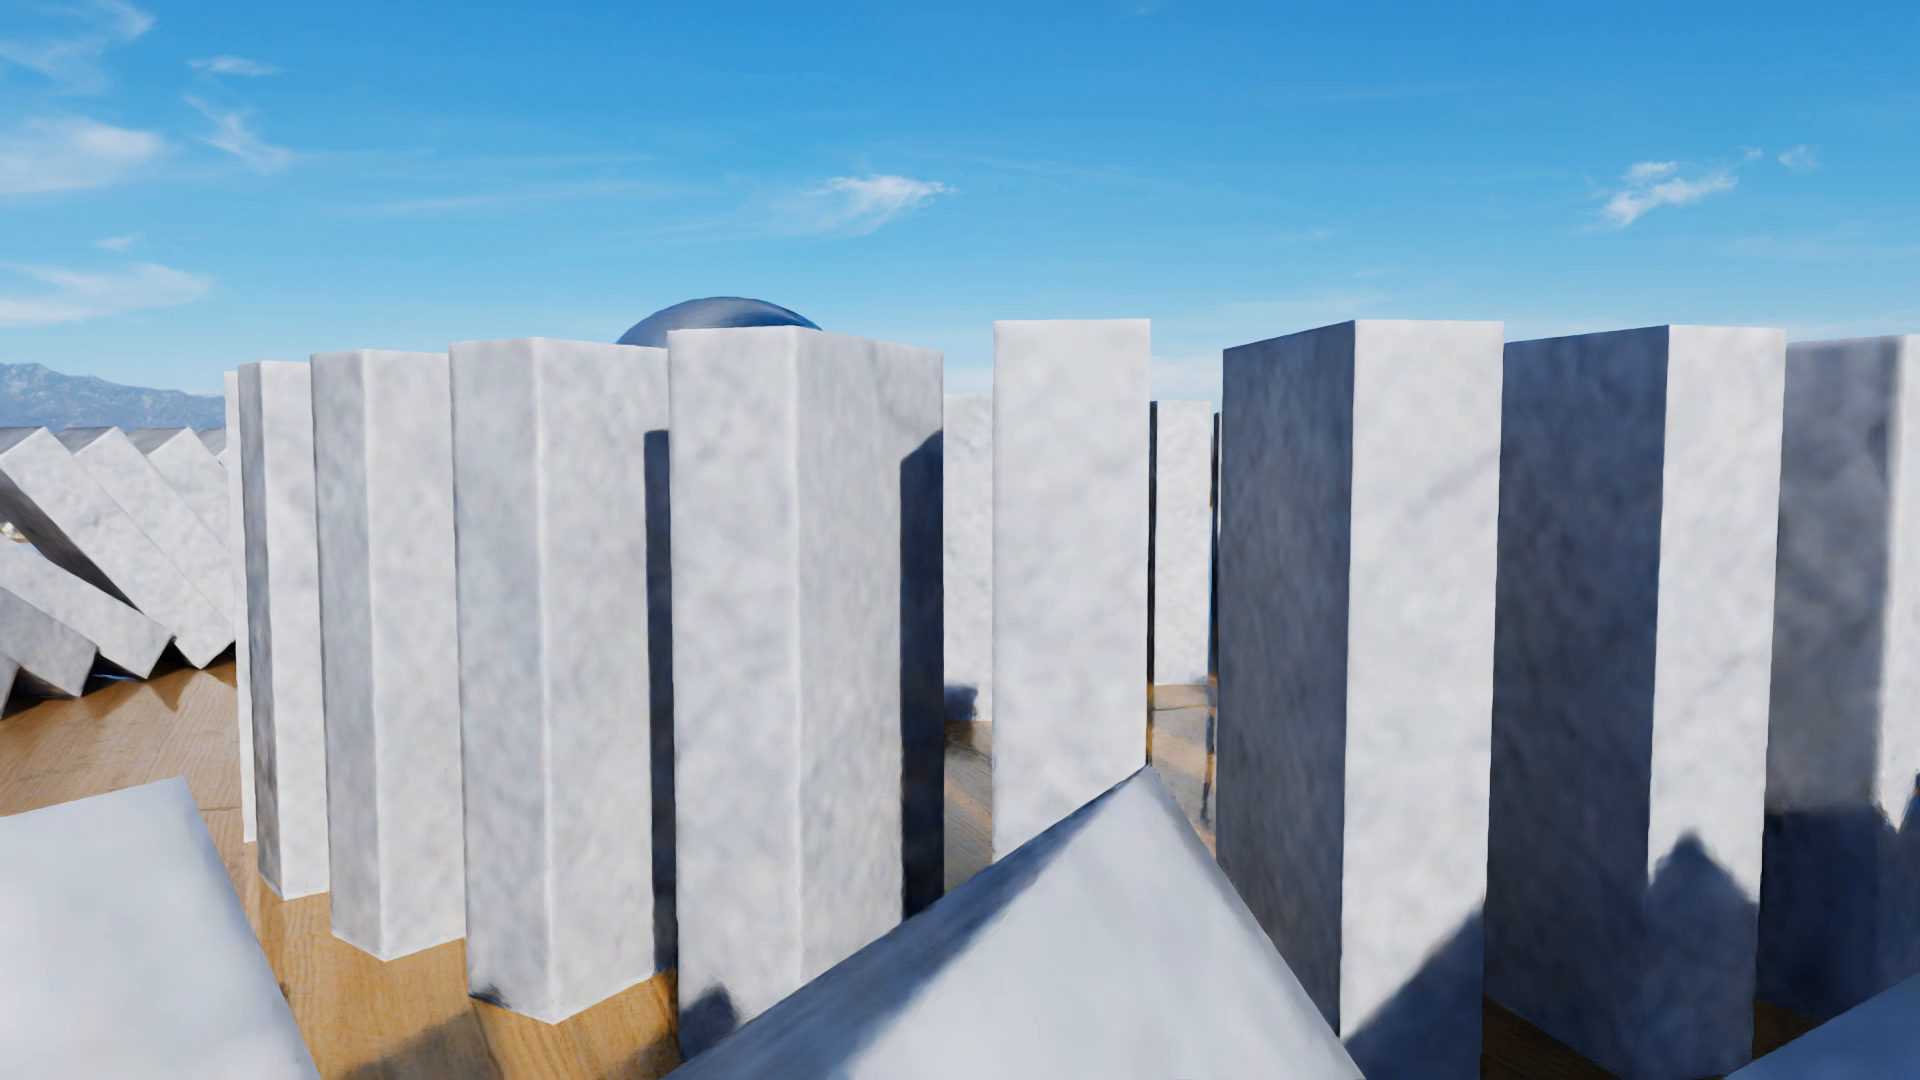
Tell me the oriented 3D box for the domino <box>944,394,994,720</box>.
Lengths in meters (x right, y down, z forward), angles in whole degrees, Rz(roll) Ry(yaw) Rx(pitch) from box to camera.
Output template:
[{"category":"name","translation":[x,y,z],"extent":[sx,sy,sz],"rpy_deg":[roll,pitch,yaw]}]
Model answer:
[{"category":"domino","translation":[0.000,0.002,0.201],"extent":[0.025,0.050,0.010],"rpy_deg":[0,4,0]}]

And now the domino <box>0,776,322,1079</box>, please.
[{"category":"domino","translation":[-0.036,0.023,0.022],"extent":[0.050,0.009,0.025],"rpy_deg":[-37,-12,24]}]

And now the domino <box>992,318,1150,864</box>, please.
[{"category":"domino","translation":[0.008,0.011,0.092],"extent":[0.009,0.050,0.025],"rpy_deg":[0,4,6]}]

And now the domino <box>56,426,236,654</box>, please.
[{"category":"domino","translation":[-0.154,0.001,0.249],"extent":[0.025,0.050,0.010],"rpy_deg":[3,42,38]}]

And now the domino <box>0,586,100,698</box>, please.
[{"category":"domino","translation":[-0.162,0.010,0.196],"extent":[0.025,0.010,0.050],"rpy_deg":[0,-28,5]}]

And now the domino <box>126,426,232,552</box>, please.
[{"category":"domino","translation":[-0.148,0.000,0.259],"extent":[0.025,0.050,0.009],"rpy_deg":[3,42,37]}]

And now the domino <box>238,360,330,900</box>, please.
[{"category":"domino","translation":[-0.057,0.008,0.129],"extent":[0.025,0.050,0.009],"rpy_deg":[-4,6,-41]}]

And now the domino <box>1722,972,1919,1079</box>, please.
[{"category":"domino","translation":[0.000,0.022,0.012],"extent":[0.050,0.009,0.025],"rpy_deg":[-39,-8,16]}]

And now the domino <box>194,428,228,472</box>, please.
[{"category":"domino","translation":[-0.141,0.000,0.268],"extent":[0.025,0.050,0.009],"rpy_deg":[3,42,37]}]

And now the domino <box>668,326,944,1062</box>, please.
[{"category":"domino","translation":[-0.010,0.010,0.097],"extent":[0.009,0.050,0.025],"rpy_deg":[2,5,22]}]

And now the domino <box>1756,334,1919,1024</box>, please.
[{"category":"domino","translation":[0.064,0.010,0.103],"extent":[0.009,0.050,0.025],"rpy_deg":[-2,5,-26]}]

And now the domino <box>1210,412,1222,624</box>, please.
[{"category":"domino","translation":[0.067,-0.006,0.314],"extent":[0.009,0.050,0.025],"rpy_deg":[1,4,8]}]

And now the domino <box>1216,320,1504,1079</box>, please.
[{"category":"domino","translation":[0.027,0.011,0.092],"extent":[0.009,0.050,0.025],"rpy_deg":[-1,4,-7]}]

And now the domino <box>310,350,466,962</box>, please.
[{"category":"domino","translation":[-0.043,0.009,0.116],"extent":[0.009,0.050,0.025],"rpy_deg":[4,6,39]}]

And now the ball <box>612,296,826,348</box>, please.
[{"category":"ball","translation":[-0.059,-0.022,0.332],"extent":[0.080,0.080,0.080],"rpy_deg":[0,4,0]}]

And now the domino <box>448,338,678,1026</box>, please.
[{"category":"domino","translation":[-0.027,0.010,0.105],"extent":[0.009,0.050,0.025],"rpy_deg":[3,5,31]}]

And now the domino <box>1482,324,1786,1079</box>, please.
[{"category":"domino","translation":[0.046,0.010,0.096],"extent":[0.010,0.050,0.025],"rpy_deg":[-1,4,-16]}]

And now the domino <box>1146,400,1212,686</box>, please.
[{"category":"domino","translation":[0.038,0.000,0.237],"extent":[0.010,0.050,0.025],"rpy_deg":[0,4,-4]}]

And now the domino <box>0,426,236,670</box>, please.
[{"category":"domino","translation":[-0.160,0.002,0.238],"extent":[0.025,0.050,0.010],"rpy_deg":[3,43,37]}]

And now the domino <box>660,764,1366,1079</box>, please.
[{"category":"domino","translation":[-0.018,0.023,0.016],"extent":[0.050,0.010,0.025],"rpy_deg":[-37,-9,19]}]

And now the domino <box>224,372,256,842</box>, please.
[{"category":"domino","translation":[-0.068,0.007,0.145],"extent":[0.025,0.050,0.009],"rpy_deg":[-2,5,-27]}]

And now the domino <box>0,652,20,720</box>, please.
[{"category":"domino","translation":[-0.160,0.012,0.177],"extent":[0.025,0.009,0.050],"rpy_deg":[0,-28,-1]}]

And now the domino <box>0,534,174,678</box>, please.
[{"category":"domino","translation":[-0.165,0.007,0.218],"extent":[0.025,0.009,0.050],"rpy_deg":[1,-32,26]}]
